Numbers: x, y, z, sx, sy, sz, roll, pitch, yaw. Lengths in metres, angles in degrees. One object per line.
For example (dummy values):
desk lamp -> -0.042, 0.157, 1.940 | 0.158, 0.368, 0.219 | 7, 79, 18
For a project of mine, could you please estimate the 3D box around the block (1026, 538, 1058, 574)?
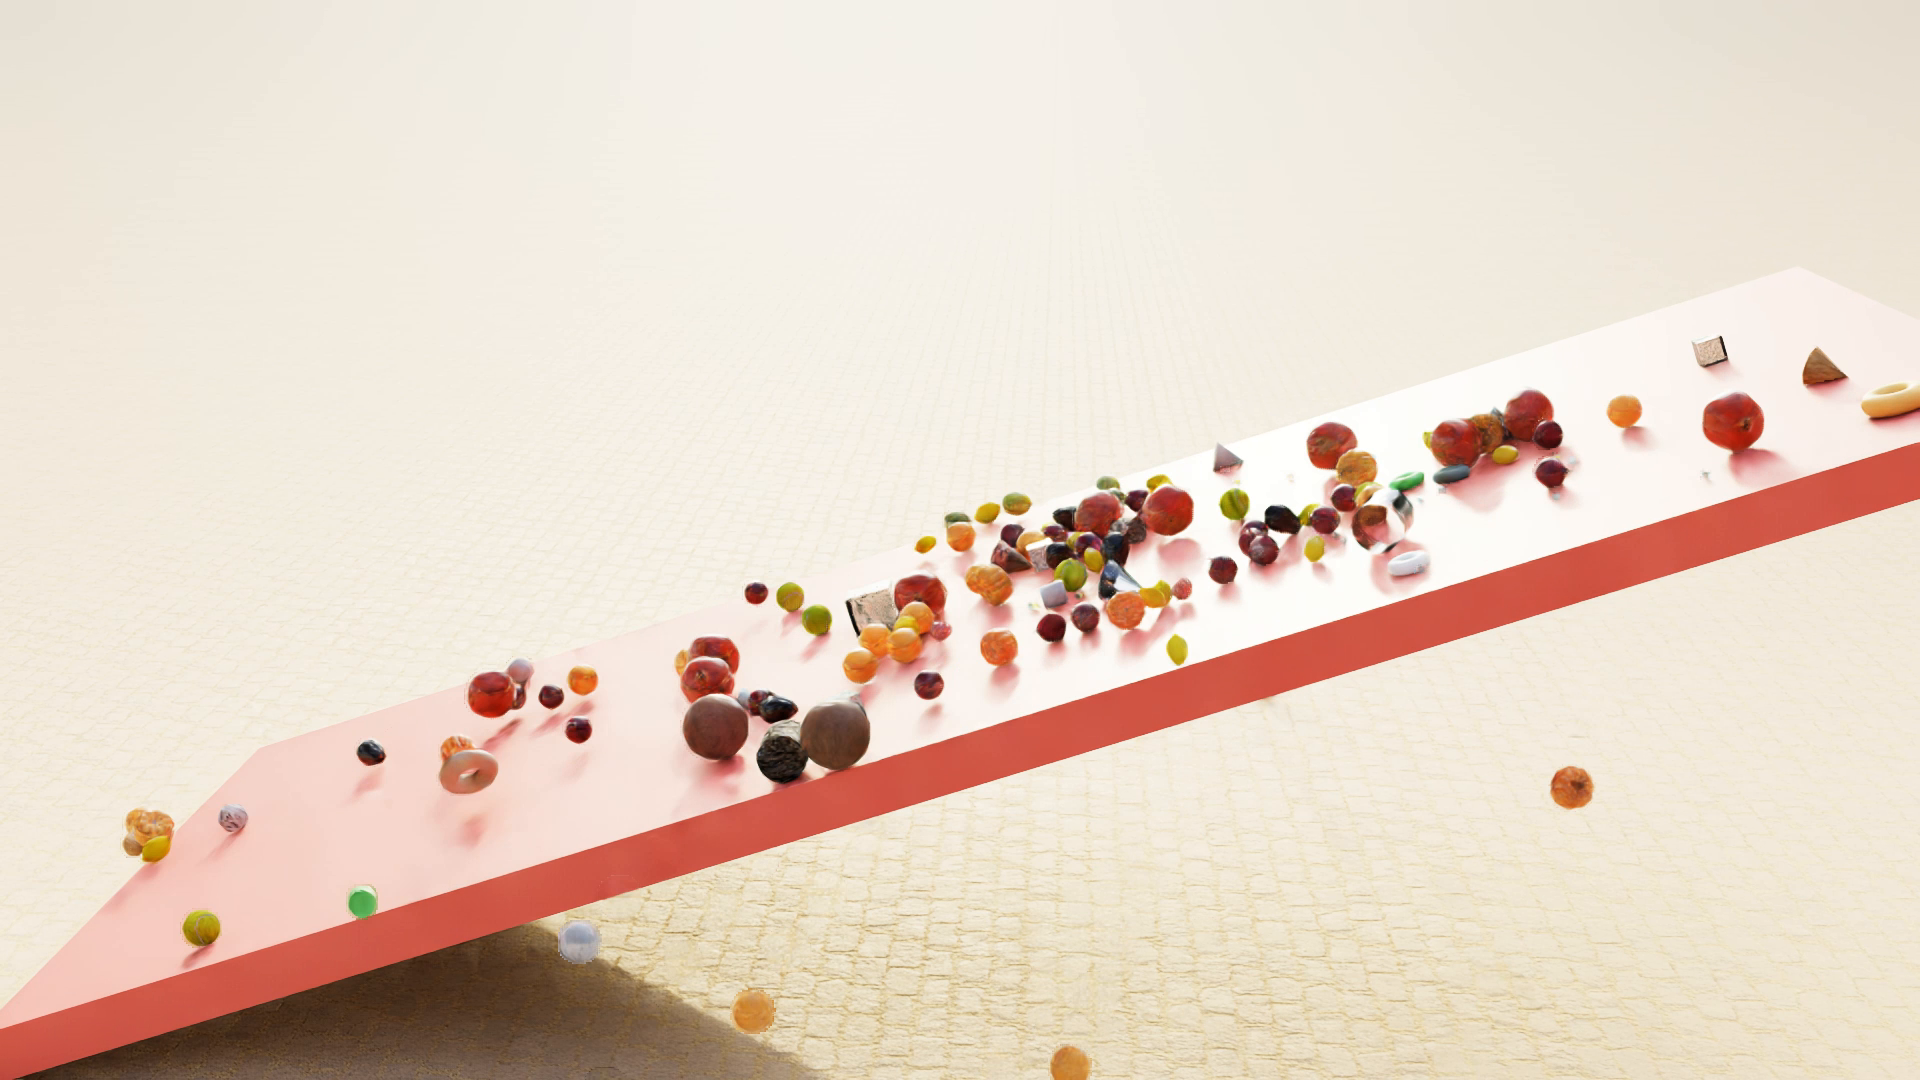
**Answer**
block -> 0.182, 0.035, 6.506 | 0.055, 0.055, 0.055 | -18, 10, 2

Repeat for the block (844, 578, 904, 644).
block -> -0.185, 0.154, 6.398 | 0.099, 0.099, 0.099 | -17, 11, 6

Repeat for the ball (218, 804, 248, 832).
ball -> -1.619, 0.618, 6.551 | 0.065, 0.065, 0.065 | 0, 12, 0

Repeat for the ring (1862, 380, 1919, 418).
ring -> 1.725, -0.260, 5.424 | 0.126, 0.042, 0.126 | -17, 11, 3

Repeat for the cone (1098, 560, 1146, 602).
cone -> 0.339, 0.094, 5.975 | 0.089, 0.089, 0.089 | 16, 17, 22

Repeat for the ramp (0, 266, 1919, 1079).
ramp -> 0.102, 0.182, 6.309 | 4.000, 0.100, 2.000 | -17, 10, 5

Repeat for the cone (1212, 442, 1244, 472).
cone -> 0.638, -0.190, 6.944 | 0.074, 0.074, 0.074 | 8, 12, -2

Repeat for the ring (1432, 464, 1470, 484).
ring -> 1.008, -0.134, 6.042 | 0.079, 0.026, 0.079 | -15, 8, 2

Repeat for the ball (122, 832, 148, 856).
ball -> -1.864, 0.688, 6.647 | 0.055, 0.055, 0.055 | 0, 12, 0

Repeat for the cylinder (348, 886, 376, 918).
cylinder -> -1.106, 0.669, 5.443 | 0.051, 0.051, 0.051 | -2, 5, -11

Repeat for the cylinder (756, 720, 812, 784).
cylinder -> -0.323, 0.390, 5.423 | 0.092, 0.092, 0.092 | 1, 15, 5

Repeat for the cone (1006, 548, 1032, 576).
cone -> 0.140, 0.054, 6.547 | 0.064, 0.064, 0.064 | 13, 15, 14

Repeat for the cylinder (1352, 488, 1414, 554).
cylinder -> 0.815, -0.037, 5.666 | 0.100, 0.100, 0.100 | 5, 19, 22

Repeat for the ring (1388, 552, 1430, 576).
ring -> 0.830, 0.043, 5.434 | 0.081, 0.027, 0.081 | -17, 12, 4

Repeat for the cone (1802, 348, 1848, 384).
cone -> 1.722, -0.333, 5.822 | 0.079, 0.079, 0.079 | 22, 22, 31

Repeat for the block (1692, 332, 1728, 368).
block -> 1.616, -0.409, 6.337 | 0.055, 0.055, 0.055 | -18, 10, 3

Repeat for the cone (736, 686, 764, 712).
cone -> -0.429, 0.336, 6.082 | 0.054, 0.054, 0.054 | 13, 14, 11

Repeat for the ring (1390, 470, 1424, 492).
ring -> 0.930, -0.123, 6.120 | 0.077, 0.026, 0.077 | -19, 10, 3

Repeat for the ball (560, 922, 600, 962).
ball -> -0.690, 0.729, 5.339 | 0.072, 0.072, 0.072 | 0, 12, 0

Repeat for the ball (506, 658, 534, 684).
ball -> -1.070, 0.318, 7.156 | 0.065, 0.065, 0.065 | 0, 12, 0

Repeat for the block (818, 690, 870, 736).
block -> -0.222, 0.332, 5.641 | 0.064, 0.064, 0.064 | -23, 11, -23

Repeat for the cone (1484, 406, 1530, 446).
cone -> 1.167, -0.233, 6.240 | 0.088, 0.088, 0.088 | 14, 16, 18

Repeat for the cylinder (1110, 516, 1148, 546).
cylinder -> 0.369, -0.020, 6.453 | 0.059, 0.059, 0.059 | -11, 3, -43

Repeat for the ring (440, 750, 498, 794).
ring -> -1.000, 0.472, 5.985 | 0.122, 0.122, 0.041 | -5, 49, -22

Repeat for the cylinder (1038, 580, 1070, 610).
cylinder -> 0.194, 0.114, 6.087 | 0.050, 0.050, 0.050 | -18, 11, 5
